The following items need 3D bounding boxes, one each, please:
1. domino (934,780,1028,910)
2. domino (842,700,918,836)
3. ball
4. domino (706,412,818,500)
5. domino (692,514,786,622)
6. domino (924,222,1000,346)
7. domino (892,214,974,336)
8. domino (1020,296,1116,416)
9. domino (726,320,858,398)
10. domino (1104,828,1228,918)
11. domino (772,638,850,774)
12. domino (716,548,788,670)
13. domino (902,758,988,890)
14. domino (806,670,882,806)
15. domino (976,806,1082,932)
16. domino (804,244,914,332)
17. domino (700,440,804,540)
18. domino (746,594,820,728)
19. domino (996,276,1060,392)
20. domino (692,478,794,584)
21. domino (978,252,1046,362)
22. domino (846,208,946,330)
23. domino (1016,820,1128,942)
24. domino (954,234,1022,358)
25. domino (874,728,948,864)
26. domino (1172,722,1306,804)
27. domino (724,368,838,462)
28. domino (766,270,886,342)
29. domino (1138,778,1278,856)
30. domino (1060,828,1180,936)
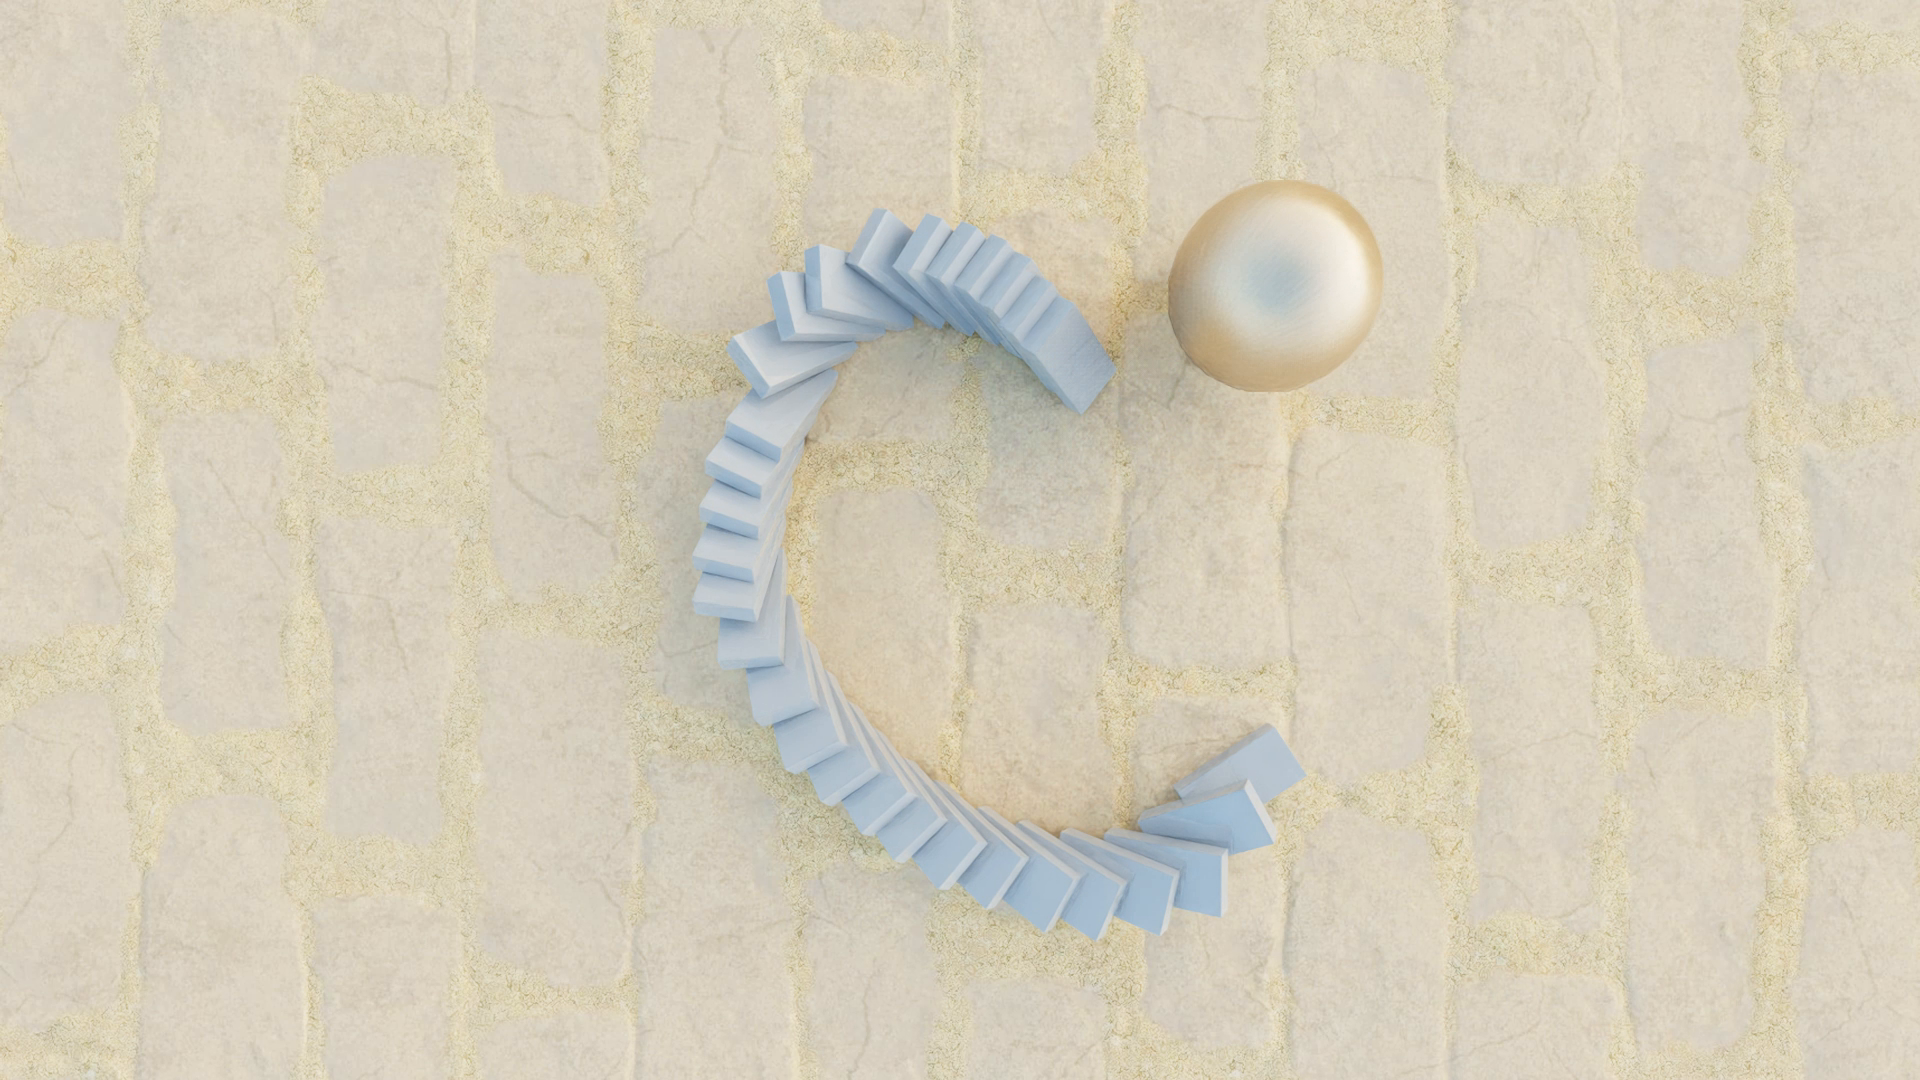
[{"bbox_3d":[0.002,0.127,0.384,0.050,0.010,0.025,35,90,29],"label":"domino"},{"bbox_3d":[-0.042,0.094,0.382,0.025,0.009,0.050,-42,56,1],"label":"domino"},{"bbox_3d":[0.122,-0.098,0.360,0.080,0.080,0.080,0,90,0],"label":"ball"},{"bbox_3d":[-0.082,-0.042,0.381,0.025,0.010,0.050,26,54,1],"label":"domino"},{"bbox_3d":[-0.091,0.009,0.381,0.025,0.010,0.050,8,53,2],"label":"domino"},{"bbox_3d":[0.008,-0.104,0.377,0.010,0.050,0.025,36,90,36],"label":"domino"},{"bbox_3d":[-0.004,-0.108,0.377,0.009,0.050,0.025,32,90,36],"label":"domino"},{"bbox_3d":[0.045,-0.075,0.377,0.010,0.050,0.025,38,90,36],"label":"domino"},{"bbox_3d":[-0.069,-0.080,0.380,0.050,0.009,0.025,-36,89,-39],"label":"domino"},{"bbox_3d":[0.085,0.138,0.383,0.050,0.010,0.025,1,93,31],"label":"domino"},{"bbox_3d":[-0.066,0.068,0.381,0.025,0.009,0.050,-28,57,5],"label":"domino"},{"bbox_3d":[-0.086,0.028,0.383,0.025,0.010,0.050,-4,60,0],"label":"domino"},{"bbox_3d":[-0.015,0.118,0.382,0.025,0.009,0.050,-50,56,1],"label":"domino"},{"bbox_3d":[-0.055,0.082,0.382,0.025,0.010,0.050,-35,57,3],"label":"domino"},{"bbox_3d":[0.023,0.137,0.383,0.050,0.009,0.025,30,94,29],"label":"domino"},{"bbox_3d":[-0.041,-0.103,0.378,0.009,0.050,0.025,-4,89,42],"label":"domino"},{"bbox_3d":[-0.086,-0.025,0.381,0.025,0.009,0.050,19,53,0],"label":"domino"},{"bbox_3d":[-0.076,0.050,0.382,0.025,0.010,0.050,-20,58,2],"label":"domino"},{"bbox_3d":[0.037,-0.083,0.377,0.010,0.050,0.025,38,90,36],"label":"domino"},{"bbox_3d":[-0.089,-0.007,0.381,0.025,0.009,0.050,13,53,3],"label":"domino"},{"bbox_3d":[0.029,-0.092,0.377,0.010,0.050,0.025,37,90,36],"label":"domino"},{"bbox_3d":[-0.021,-0.112,0.380,0.050,0.009,0.025,28,90,-43],"label":"domino"},{"bbox_3d":[0.042,0.141,0.383,0.050,0.009,0.025,24,92,29],"label":"domino"},{"bbox_3d":[0.019,-0.099,0.377,0.010,0.050,0.025,37,90,36],"label":"domino"},{"bbox_3d":[-0.030,0.106,0.382,0.025,0.009,0.050,-44,56,0],"label":"domino"},{"bbox_3d":[0.120,0.104,0.395,0.050,0.009,0.025,-34,90,0],"label":"domino"},{"bbox_3d":[-0.074,-0.057,0.381,0.025,0.009,0.050,27,54,0],"label":"domino"},{"bbox_3d":[-0.054,-0.096,0.378,0.009,0.050,0.025,-14,90,42],"label":"domino"},{"bbox_3d":[0.103,0.120,0.383,0.050,0.009,0.025,-29,90,30],"label":"domino"},{"bbox_3d":[0.064,0.142,0.383,0.050,0.009,0.025,13,92,30],"label":"domino"}]
